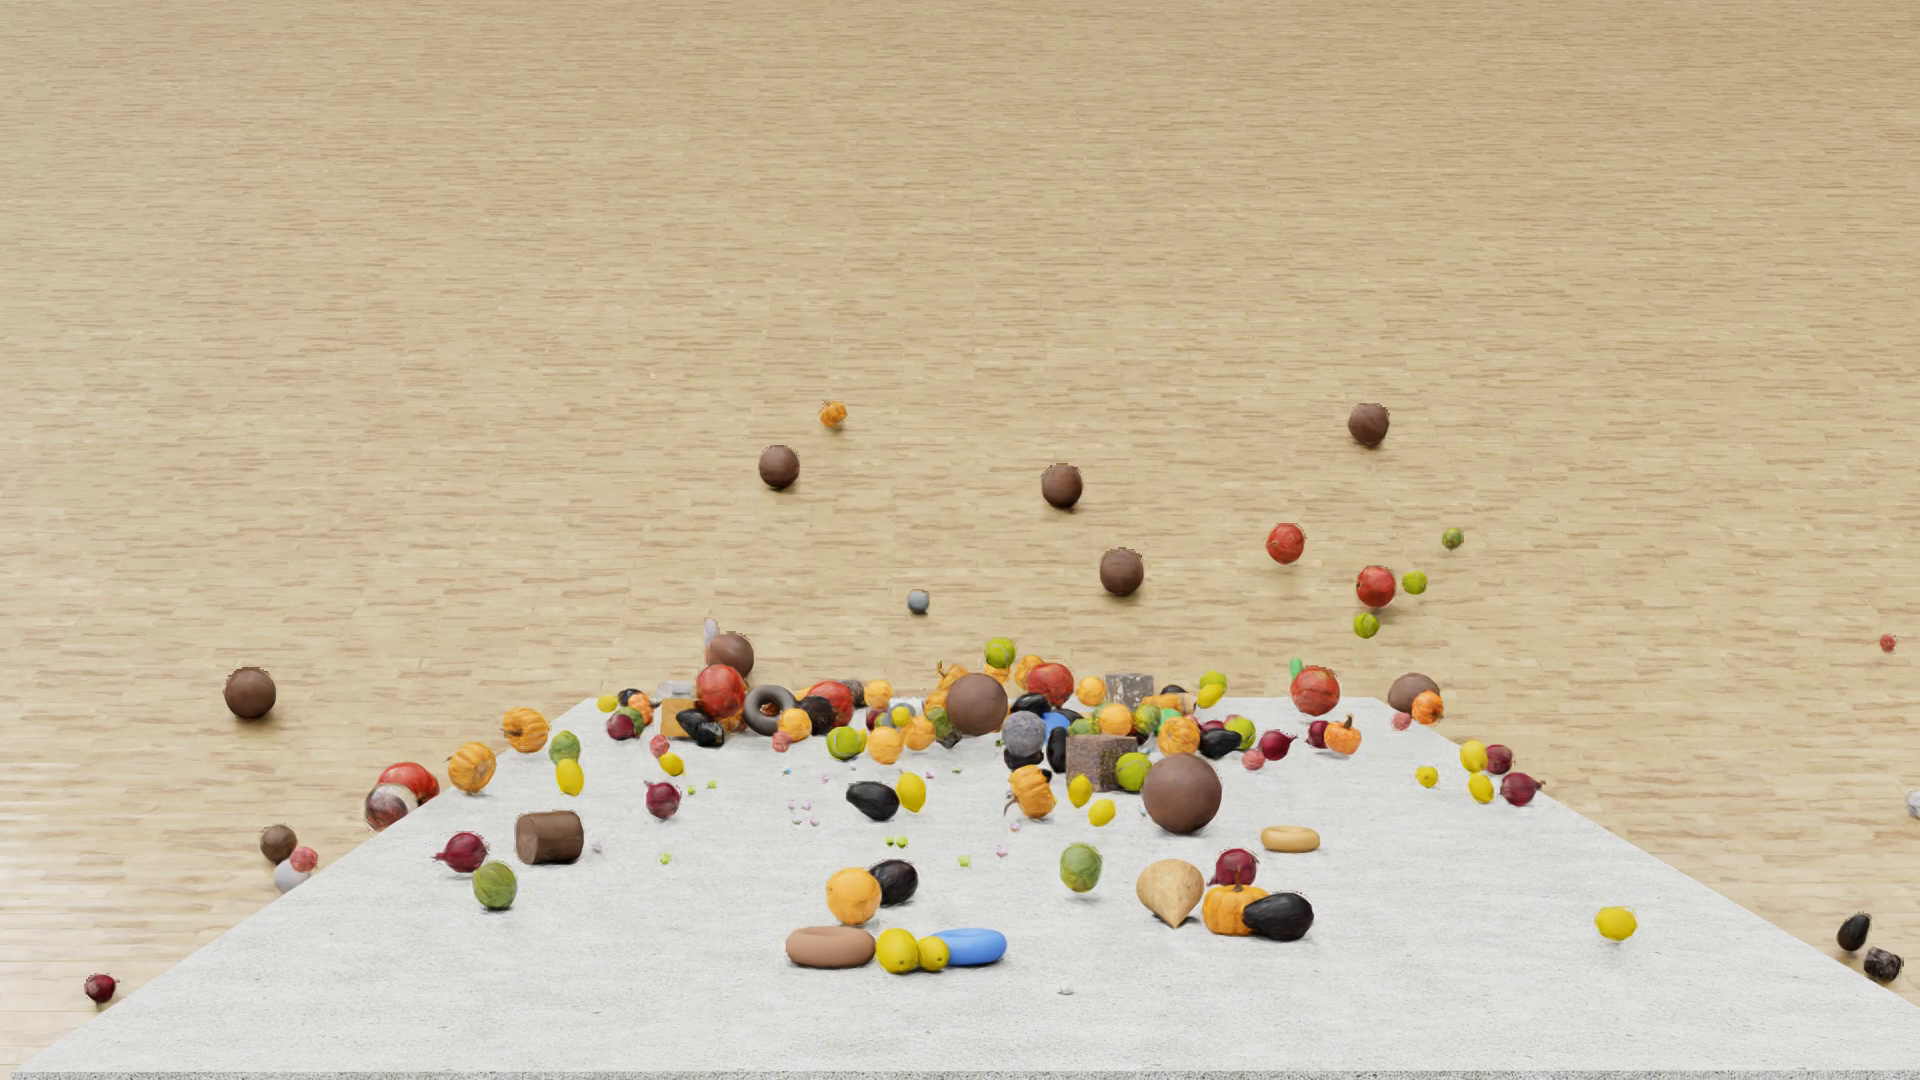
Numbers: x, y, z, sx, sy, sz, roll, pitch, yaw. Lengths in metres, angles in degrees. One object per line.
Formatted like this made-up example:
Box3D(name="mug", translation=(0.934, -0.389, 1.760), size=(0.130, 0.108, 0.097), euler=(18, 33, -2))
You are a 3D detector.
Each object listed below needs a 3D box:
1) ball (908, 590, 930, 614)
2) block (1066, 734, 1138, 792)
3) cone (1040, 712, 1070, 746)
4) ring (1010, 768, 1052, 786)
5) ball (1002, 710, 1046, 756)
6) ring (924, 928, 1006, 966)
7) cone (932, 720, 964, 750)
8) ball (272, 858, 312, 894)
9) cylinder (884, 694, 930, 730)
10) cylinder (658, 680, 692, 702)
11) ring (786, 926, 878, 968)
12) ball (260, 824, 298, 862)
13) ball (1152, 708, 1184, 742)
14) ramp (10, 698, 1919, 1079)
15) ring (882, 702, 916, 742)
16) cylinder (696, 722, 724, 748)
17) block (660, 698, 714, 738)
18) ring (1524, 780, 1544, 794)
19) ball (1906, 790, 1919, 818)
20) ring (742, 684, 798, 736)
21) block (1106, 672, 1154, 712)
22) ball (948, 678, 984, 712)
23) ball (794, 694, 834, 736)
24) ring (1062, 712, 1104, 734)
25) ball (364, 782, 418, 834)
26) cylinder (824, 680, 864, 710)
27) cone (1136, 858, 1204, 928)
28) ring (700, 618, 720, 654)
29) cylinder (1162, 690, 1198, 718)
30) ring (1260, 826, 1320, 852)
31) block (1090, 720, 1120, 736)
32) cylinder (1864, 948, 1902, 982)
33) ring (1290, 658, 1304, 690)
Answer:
Box3D(name="ball", translation=(-0.116, 0.173, 7.190), size=(0.062, 0.062, 0.062), euler=(0, 25, 0))
Box3D(name="block", translation=(0.261, 0.410, 4.749), size=(0.094, 0.094, 0.094), euler=(-1, 2, -39))
Box3D(name="cone", translation=(0.192, 0.417, 5.469), size=(0.077, 0.077, 0.077), euler=(5, 29, 10))
Box3D(name="ring", translation=(0.135, 0.442, 4.819), size=(0.079, 0.026, 0.079), euler=(-1, 1, 0))
Box3D(name="ball", translation=(0.115, 0.346, 4.618), size=(0.081, 0.081, 0.081), euler=(0, 25, 0))
Box3D(name="ring", translation=(0.006, 0.492, 3.116), size=(0.102, 0.034, 0.102), euler=(-3, -1, 0))
Box3D(name="cone", translation=(-0.024, 0.422, 5.408), size=(0.065, 0.065, 0.065), euler=(-1, 28, -2))
Box3D(name="ball", translation=(-1.523, 0.769, 5.876), size=(0.085, 0.085, 0.085), euler=(0, 25, 0))
Box3D(name="cylinder", translation=(-0.119, 0.387, 5.749), size=(0.076, 0.076, 0.076), euler=(-16, 18, 25))
Box3D(name="cylinder", translation=(-0.701, 0.376, 6.342), size=(0.060, 0.060, 0.060), euler=(0, 20, -41))
Box3D(name="ring", translation=(-0.155, 0.491, 3.110), size=(0.111, 0.037, 0.111), euler=(1, 1, 0))
Box3D(name="ball", translation=(-1.588, 0.707, 6.008), size=(0.086, 0.086, 0.086), euler=(0, 25, 0))
Box3D(name="ball", translation=(0.447, 0.397, 5.539), size=(0.070, 0.070, 0.070), euler=(0, 25, 0))
Box3D(name="ramp", translation=(0.057, 0.513, 4.554), size=(2.000, 0.100, 4.000), euler=(0, 2, 0))
Box3D(name="ring", translation=(-0.132, 0.391, 5.535), size=(0.030, 0.091, 0.091), euler=(36, 1, -38))
Box3D(name="cylinder", translation=(-0.527, 0.410, 5.417), size=(0.053, 0.053, 0.053), euler=(0, 24, -13))
Box3D(name="block", translation=(-0.593, 0.387, 5.594), size=(0.080, 0.080, 0.080), euler=(1, -5, 28))
Box3D(name="ring", translation=(1.093, 0.495, 4.888), size=(0.029, 0.087, 0.087), euler=(-20, 20, 17))
Box3D(name="ball", translation=(2.307, 0.635, 6.187), size=(0.066, 0.066, 0.066), euler=(0, 25, 0))
Box3D(name="ring", translation=(-0.418, 0.375, 5.684), size=(0.129, 0.043, 0.129), euler=(5, 53, -7))
Box3D(name="block", translation=(0.410, 0.368, 6.235), size=(0.084, 0.084, 0.084), euler=(-1, 2, -25))
Box3D(name="ball", translation=(0.014, 0.371, 6.175), size=(0.084, 0.084, 0.084), euler=(0, 25, 0))
Box3D(name="ball", translation=(-0.320, 0.384, 5.651), size=(0.090, 0.090, 0.090), euler=(0, 25, 0))
Box3D(name="ring", translation=(0.264, 0.407, 5.739), size=(0.117, 0.039, 0.117), euler=(-1, 2, 0))
Box3D(name="ball", translation=(-1.024, 0.485, 4.641), size=(0.098, 0.098, 0.098), euler=(0, 25, 0))
Box3D(name="cylinder", translation=(-0.281, 0.376, 6.267), size=(0.069, 0.069, 0.069), euler=(21, 14, 37))
Box3D(name="cone", translation=(0.278, 0.480, 3.366), size=(0.091, 0.091, 0.091), euler=(0, 28, 0))
Box3D(name="ring", translation=(-0.672, 0.259, 6.955), size=(0.031, 0.094, 0.094), euler=(8, 19, -28))
Box3D(name="cylinder", translation=(0.513, 0.386, 6.013), size=(0.063, 0.063, 0.063), euler=(-15, 18, 24))
Box3D(name="ring", translation=(0.514, 0.465, 4.008), size=(0.094, 0.031, 0.094), euler=(1, 2, 0))
Box3D(name="block", translation=(0.306, 0.409, 5.444), size=(0.052, 0.052, 0.052), euler=(0, 2, -10))
Box3D(name="cylinder", translation=(1.995, 0.917, 5.574), size=(0.057, 0.057, 0.057), euler=(19, 31, 41))
Box3D(name="ring", translation=(0.846, 0.336, 6.459), size=(0.028, 0.083, 0.083), euler=(-9, 23, 12))
